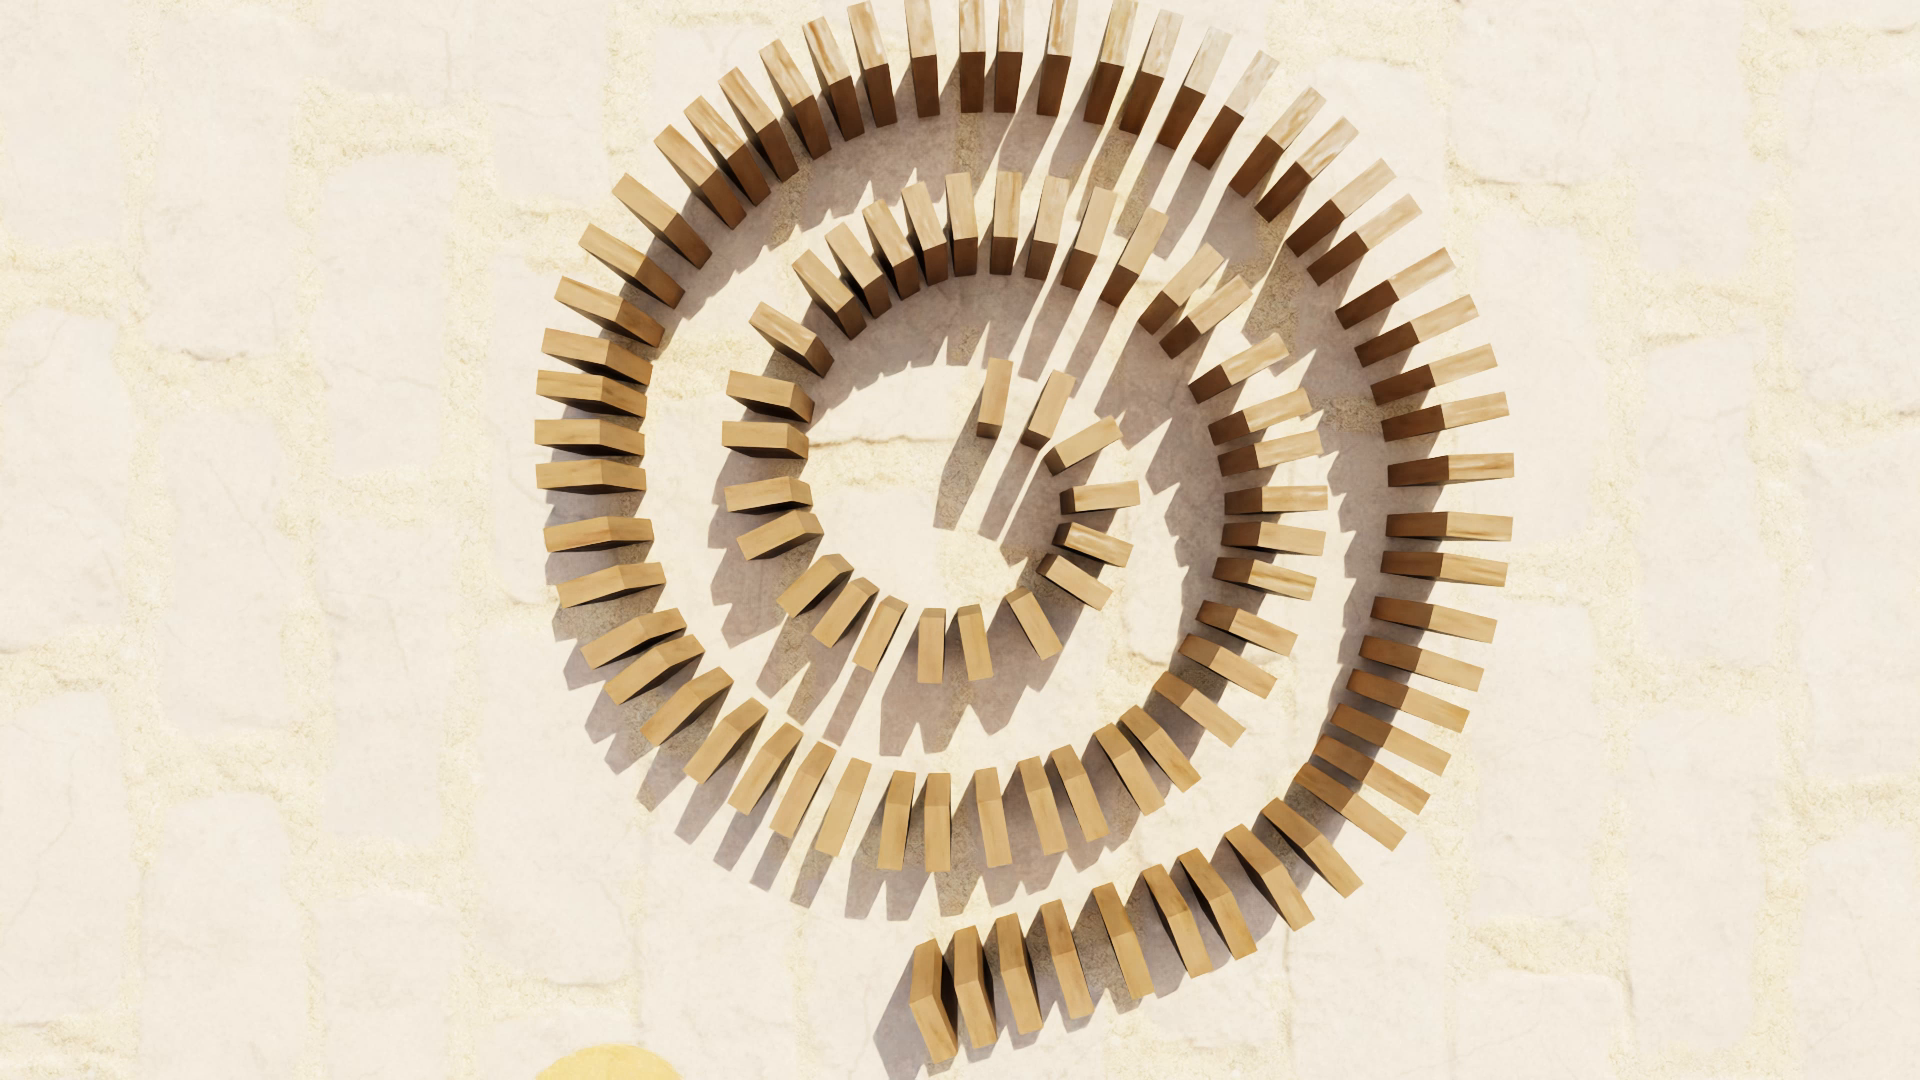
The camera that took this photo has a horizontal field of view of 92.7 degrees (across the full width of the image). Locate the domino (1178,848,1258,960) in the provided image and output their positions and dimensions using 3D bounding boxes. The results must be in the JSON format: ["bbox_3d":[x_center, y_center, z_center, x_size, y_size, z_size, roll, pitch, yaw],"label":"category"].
[{"bbox_3d":[0.104,0.147,0.375,0.009,0.050,0.025,-25,90,0],"label":"domino"}]

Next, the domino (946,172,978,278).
[{"bbox_3d":[0.001,-0.128,0.375,0.009,0.050,0.025,-8,90,0],"label":"domino"}]

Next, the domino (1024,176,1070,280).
[{"bbox_3d":[0.035,-0.126,0.375,0.009,0.050,0.025,11,90,0],"label":"domino"}]

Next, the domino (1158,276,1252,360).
[{"bbox_3d":[0.099,-0.090,0.375,0.025,0.050,0.009,-38,90,0],"label":"domino"}]

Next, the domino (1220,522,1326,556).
[{"bbox_3d":[0.127,0.000,0.375,0.025,0.050,0.009,9,90,0],"label":"domino"}]

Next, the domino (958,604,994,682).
[{"bbox_3d":[0.006,0.041,0.375,0.010,0.050,0.025,-10,90,0],"label":"domino"}]

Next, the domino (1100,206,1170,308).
[{"bbox_3d":[0.070,-0.114,0.375,0.010,0.050,0.025,27,90,0],"label":"domino"}]

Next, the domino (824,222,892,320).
[{"bbox_3d":[-0.041,-0.109,0.375,0.009,0.050,0.025,-37,90,0],"label":"domino"}]

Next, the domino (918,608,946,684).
[{"bbox_3d":[-0.011,0.042,0.375,0.009,0.050,0.025,2,90,0],"label":"domino"}]

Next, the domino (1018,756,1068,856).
[{"bbox_3d":[0.033,0.107,0.375,0.010,0.050,0.025,-16,90,0],"label":"domino"}]

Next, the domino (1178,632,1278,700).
[{"bbox_3d":[0.108,0.051,0.375,0.025,0.050,0.009,30,90,0],"label":"domino"}]

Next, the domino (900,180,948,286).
[{"bbox_3d":[-0.014,-0.124,0.375,0.009,0.050,0.025,-20,90,0],"label":"domino"}]

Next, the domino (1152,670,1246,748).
[{"bbox_3d":[0.097,0.068,0.375,0.025,0.050,0.010,38,90,0],"label":"domino"}]

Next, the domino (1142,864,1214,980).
[{"bbox_3d":[0.088,0.154,0.375,0.009,0.050,0.025,-22,90,0],"label":"domino"}]

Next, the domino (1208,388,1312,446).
[{"bbox_3d":[0.121,-0.050,0.375,0.025,0.050,0.010,-20,90,0],"label":"domino"}]

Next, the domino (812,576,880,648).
[{"bbox_3d":[-0.046,0.029,0.375,0.010,0.050,0.025,37,90,0],"label":"domino"}]

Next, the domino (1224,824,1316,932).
[{"bbox_3d":[0.125,0.137,0.375,0.009,0.050,0.025,-31,90,0],"label":"domino"}]

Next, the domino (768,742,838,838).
[{"bbox_3d":[-0.063,0.101,0.375,0.009,0.050,0.025,27,90,0],"label":"domino"}]

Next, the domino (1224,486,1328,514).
[{"bbox_3d":[0.128,-0.016,0.375,0.025,0.050,0.010,-1,90,0],"label":"domino"}]

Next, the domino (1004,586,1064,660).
[{"bbox_3d":[0.029,0.033,0.375,0.010,0.050,0.025,-29,90,0],"label":"domino"}]

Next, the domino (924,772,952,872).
[{"bbox_3d":[-0.009,0.114,0.375,0.009,0.050,0.025,-1,90,0],"label":"domino"}]

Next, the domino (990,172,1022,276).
[{"bbox_3d":[0.018,-0.128,0.375,0.010,0.050,0.025,3,90,0],"label":"domino"}]

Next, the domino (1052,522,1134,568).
[{"bbox_3d":[0.053,0.002,0.375,0.025,0.050,0.010,21,90,0],"label":"domino"}]

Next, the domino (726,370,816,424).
[{"bbox_3d":[-0.076,-0.058,0.375,0.025,0.050,0.009,12,90,0],"label":"domino"}]

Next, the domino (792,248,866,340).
[{"bbox_3d":[-0.053,-0.099,0.375,0.010,0.050,0.025,-43,90,0],"label":"domino"}]

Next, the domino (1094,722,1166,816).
[{"bbox_3d":[0.069,0.093,0.375,0.009,0.050,0.025,-30,90,0],"label":"domino"}]

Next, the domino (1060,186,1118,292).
[{"bbox_3d":[0.052,-0.122,0.375,0.009,0.050,0.025,18,90,0],"label":"domino"}]

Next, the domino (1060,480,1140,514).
[{"bbox_3d":[0.056,-0.017,0.375,0.025,0.050,0.009,-6,90,0],"label":"domino"}]

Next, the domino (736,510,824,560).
[{"bbox_3d":[-0.072,-0.002,0.375,0.025,0.050,0.009,-26,90,0],"label":"domino"}]

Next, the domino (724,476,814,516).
[{"bbox_3d":[-0.077,-0.018,0.375,0.025,0.050,0.010,-10,90,0],"label":"domino"}]

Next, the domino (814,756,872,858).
[{"bbox_3d":[-0.047,0.108,0.375,0.009,0.050,0.025,20,90,0],"label":"domino"}]

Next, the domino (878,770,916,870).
[{"bbox_3d":[-0.025,0.113,0.375,0.009,0.050,0.025,7,90,0],"label":"domino"}]

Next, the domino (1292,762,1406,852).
[{"bbox_3d":[0.158,0.108,0.375,0.025,0.050,0.010,37,90,0],"label":"domino"}]

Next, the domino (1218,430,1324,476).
[{"bbox_3d":[0.126,-0.035,0.375,0.025,0.050,0.010,-13,90,0],"label":"domino"}]

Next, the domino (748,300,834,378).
[{"bbox_3d":[-0.068,-0.081,0.375,0.025,0.050,0.009,31,90,0],"label":"domino"}]

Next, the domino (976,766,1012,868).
[{"bbox_3d":[0.013,0.112,0.375,0.010,0.050,0.025,-10,90,0],"label":"domino"}]

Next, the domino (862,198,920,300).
[{"bbox_3d":[-0.028,-0.118,0.375,0.009,0.050,0.025,-29,90,0],"label":"domino"}]

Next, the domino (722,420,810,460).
[{"bbox_3d":[-0.079,-0.040,0.375,0.025,0.050,0.010,2,90,0],"label":"domino"}]

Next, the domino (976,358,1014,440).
[{"bbox_3d":[0.014,-0.057,0.375,0.009,0.050,0.025,10,90,0],"label":"domino"}]

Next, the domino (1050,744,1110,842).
[{"bbox_3d":[0.048,0.102,0.375,0.010,0.050,0.025,-21,90,0],"label":"domino"}]

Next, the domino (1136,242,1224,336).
[{"bbox_3d":[0.089,-0.101,0.375,0.010,0.050,0.025,43,90,0],"label":"domino"}]

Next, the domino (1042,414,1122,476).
[{"bbox_3d":[0.049,-0.038,0.375,0.025,0.050,0.009,-29,90,0],"label":"domino"}]

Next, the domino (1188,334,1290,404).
[{"bbox_3d":[0.113,-0.069,0.375,0.025,0.050,0.010,-28,90,0],"label":"domino"}]

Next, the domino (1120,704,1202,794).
[{"bbox_3d":[0.081,0.084,0.375,0.010,0.050,0.025,-39,90,0],"label":"domino"}]

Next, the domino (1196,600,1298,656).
[{"bbox_3d":[0.116,0.035,0.375,0.025,0.050,0.010,24,90,0],"label":"domino"}]

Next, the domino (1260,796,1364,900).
[{"bbox_3d":[0.143,0.125,0.375,0.010,0.050,0.025,-40,90,0],"label":"domino"}]

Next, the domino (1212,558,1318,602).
[{"bbox_3d":[0.123,0.015,0.375,0.025,0.050,0.010,16,90,0],"label":"domino"}]

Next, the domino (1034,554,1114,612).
[{"bbox_3d":[0.046,0.017,0.375,0.025,0.050,0.009,33,90,0],"label":"domino"}]

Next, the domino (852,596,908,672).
[{"bbox_3d":[-0.032,0.037,0.375,0.009,0.050,0.025,26,90,0],"label":"domino"}]

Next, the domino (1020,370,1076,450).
[{"bbox_3d":[0.035,-0.052,0.375,0.010,0.050,0.025,23,90,0],"label":"domino"}]

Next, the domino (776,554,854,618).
[{"bbox_3d":[-0.058,0.018,0.375,0.025,0.050,0.010,-44,90,0],"label":"domino"}]
